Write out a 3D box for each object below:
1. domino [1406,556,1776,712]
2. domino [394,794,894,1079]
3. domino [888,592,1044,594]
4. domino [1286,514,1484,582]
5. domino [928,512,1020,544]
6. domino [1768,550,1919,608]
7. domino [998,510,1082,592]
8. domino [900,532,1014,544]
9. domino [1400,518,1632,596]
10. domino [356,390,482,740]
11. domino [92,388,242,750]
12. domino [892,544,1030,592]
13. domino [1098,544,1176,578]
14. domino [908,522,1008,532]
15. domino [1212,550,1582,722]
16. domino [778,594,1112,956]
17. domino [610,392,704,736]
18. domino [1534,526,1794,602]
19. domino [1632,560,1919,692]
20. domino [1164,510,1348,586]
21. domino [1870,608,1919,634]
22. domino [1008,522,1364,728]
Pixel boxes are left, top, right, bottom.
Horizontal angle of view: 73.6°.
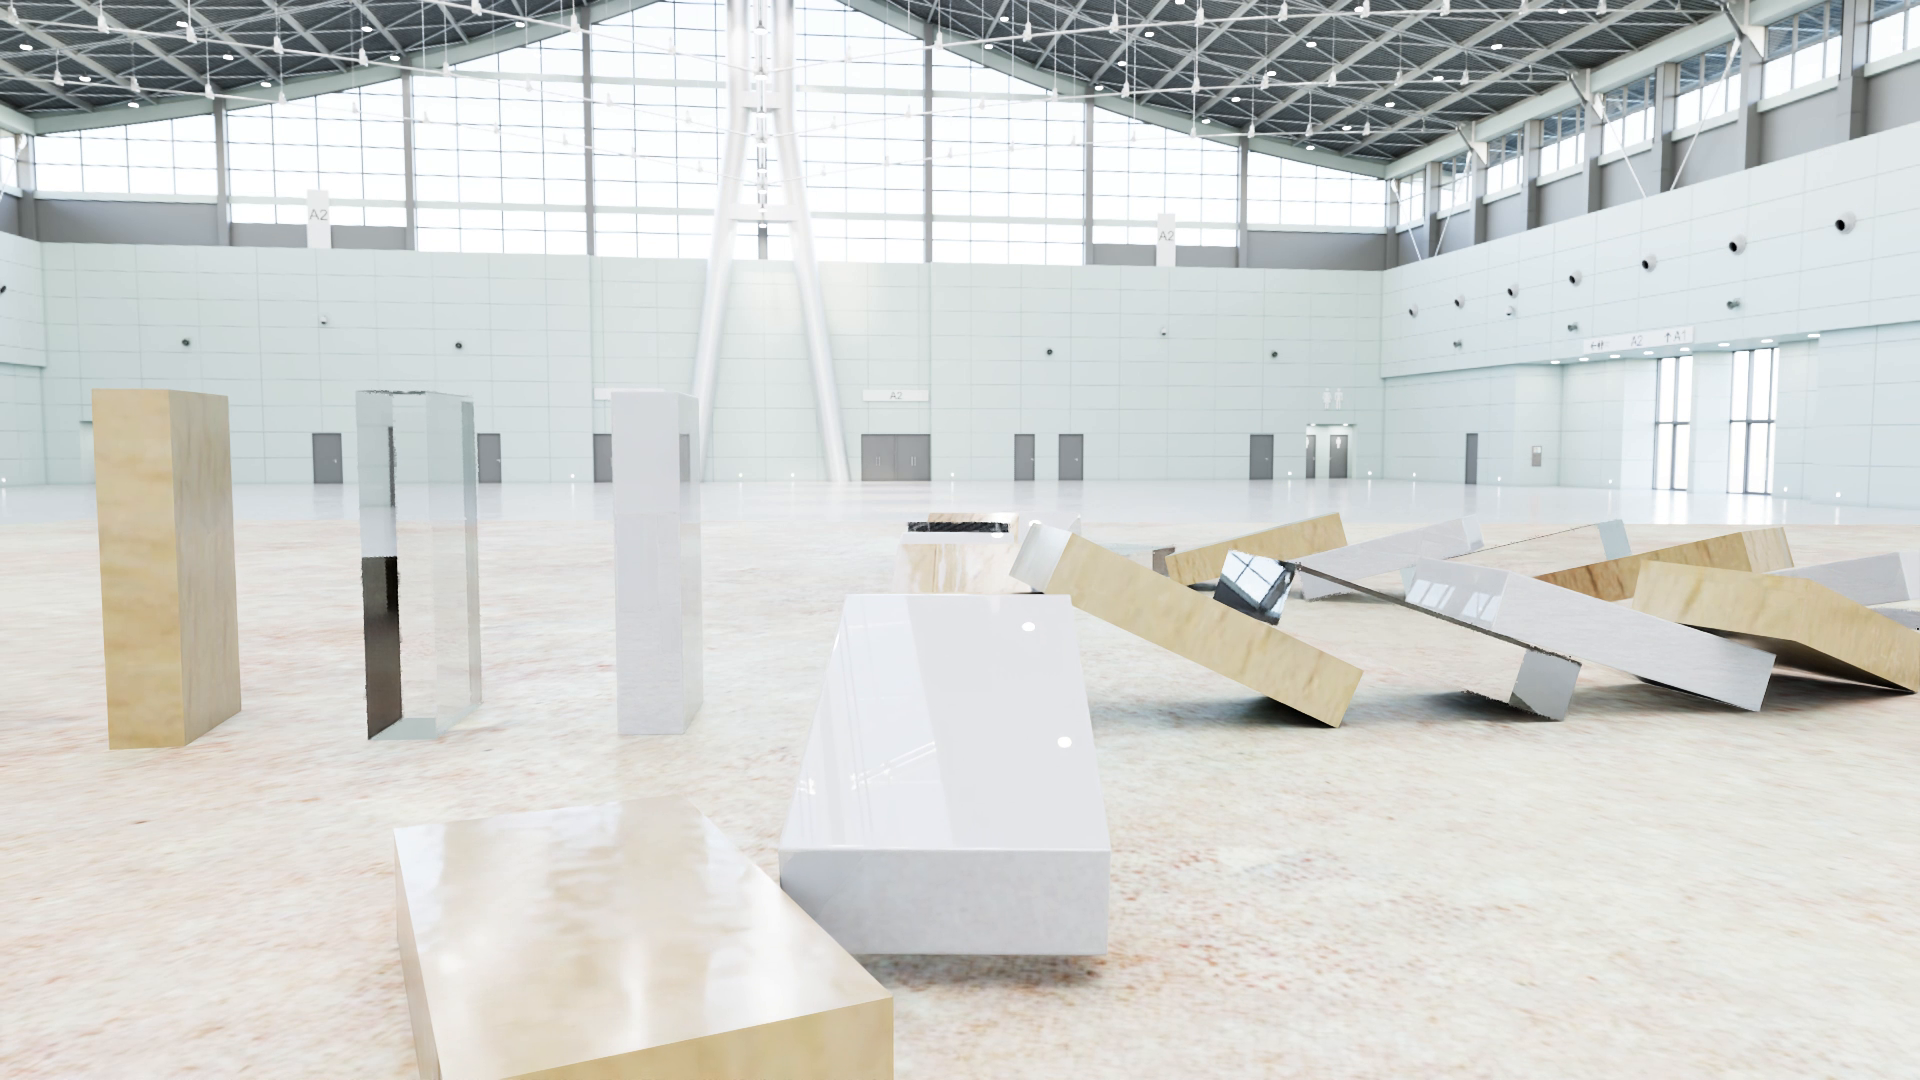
[{"bbox_3d":[0.102,0.015,0.211,0.050,0.009,0.025,16,1,-12],"label":"domino"},{"bbox_3d":[-0.026,0.031,0.094,0.025,0.010,0.050,-2,5,-26],"label":"domino"},{"bbox_3d":[0.001,0.020,0.182,0.025,0.010,0.050,0,15,0],"label":"domino"},{"bbox_3d":[0.118,0.004,0.358,0.050,0.009,0.025,-16,-5,29],"label":"domino"},{"bbox_3d":[0.002,0.006,0.335,0.025,0.009,0.050,0,21,4],"label":"domino"},{"bbox_3d":[0.181,0.011,0.274,0.025,0.009,0.050,-2,-10,-28],"label":"domino"},{"bbox_3d":[0.017,0.004,0.369,0.025,0.009,0.050,1,19,18],"label":"domino"},{"bbox_3d":[-0.001,0.011,0.265,0.025,0.010,0.050,0,20,1],"label":"domino"},{"bbox_3d":[0.144,0.006,0.335,0.050,0.009,0.025,-18,-8,39],"label":"domino"},{"bbox_3d":[-0.082,0.003,0.195,0.010,0.050,0.025,0,4,-6],"label":"domino"},{"bbox_3d":[-0.117,0.003,0.190,0.009,0.050,0.025,-1,4,-13],"label":"domino"},{"bbox_3d":[0.000,0.014,0.231,0.025,0.010,0.050,0,20,0],"label":"domino"},{"bbox_3d":[0.045,0.008,0.399,0.025,0.009,0.050,3,5,33],"label":"domino"},{"bbox_3d":[-0.001,0.009,0.300,0.025,0.009,0.050,0,20,2],"label":"domino"},{"bbox_3d":[0.068,0.015,0.204,0.050,0.009,0.025,18,0,-12],"label":"domino"},{"bbox_3d":[-0.001,0.019,0.121,0.025,0.010,0.050,0,20,1],"label":"domino"},{"bbox_3d":[-0.046,0.003,0.198,0.009,0.050,0.025,0,4,-5],"label":"domino"},{"bbox_3d":[0.166,0.008,0.306,0.025,0.010,0.050,-4,-11,-39],"label":"domino"},{"bbox_3d":[0.138,0.015,0.216,0.050,0.009,0.025,16,-3,-35],"label":"domino"},{"bbox_3d":[0.087,0.003,0.376,0.050,0.009,0.025,-15,-2,16],"label":"domino"},{"bbox_3d":[0.182,0.020,0.232,0.025,0.010,0.050,-1,4,-13],"label":"domino"},{"bbox_3d":[0.034,0.013,0.200,0.050,0.009,0.025,25,0,-11],"label":"domino"}]
